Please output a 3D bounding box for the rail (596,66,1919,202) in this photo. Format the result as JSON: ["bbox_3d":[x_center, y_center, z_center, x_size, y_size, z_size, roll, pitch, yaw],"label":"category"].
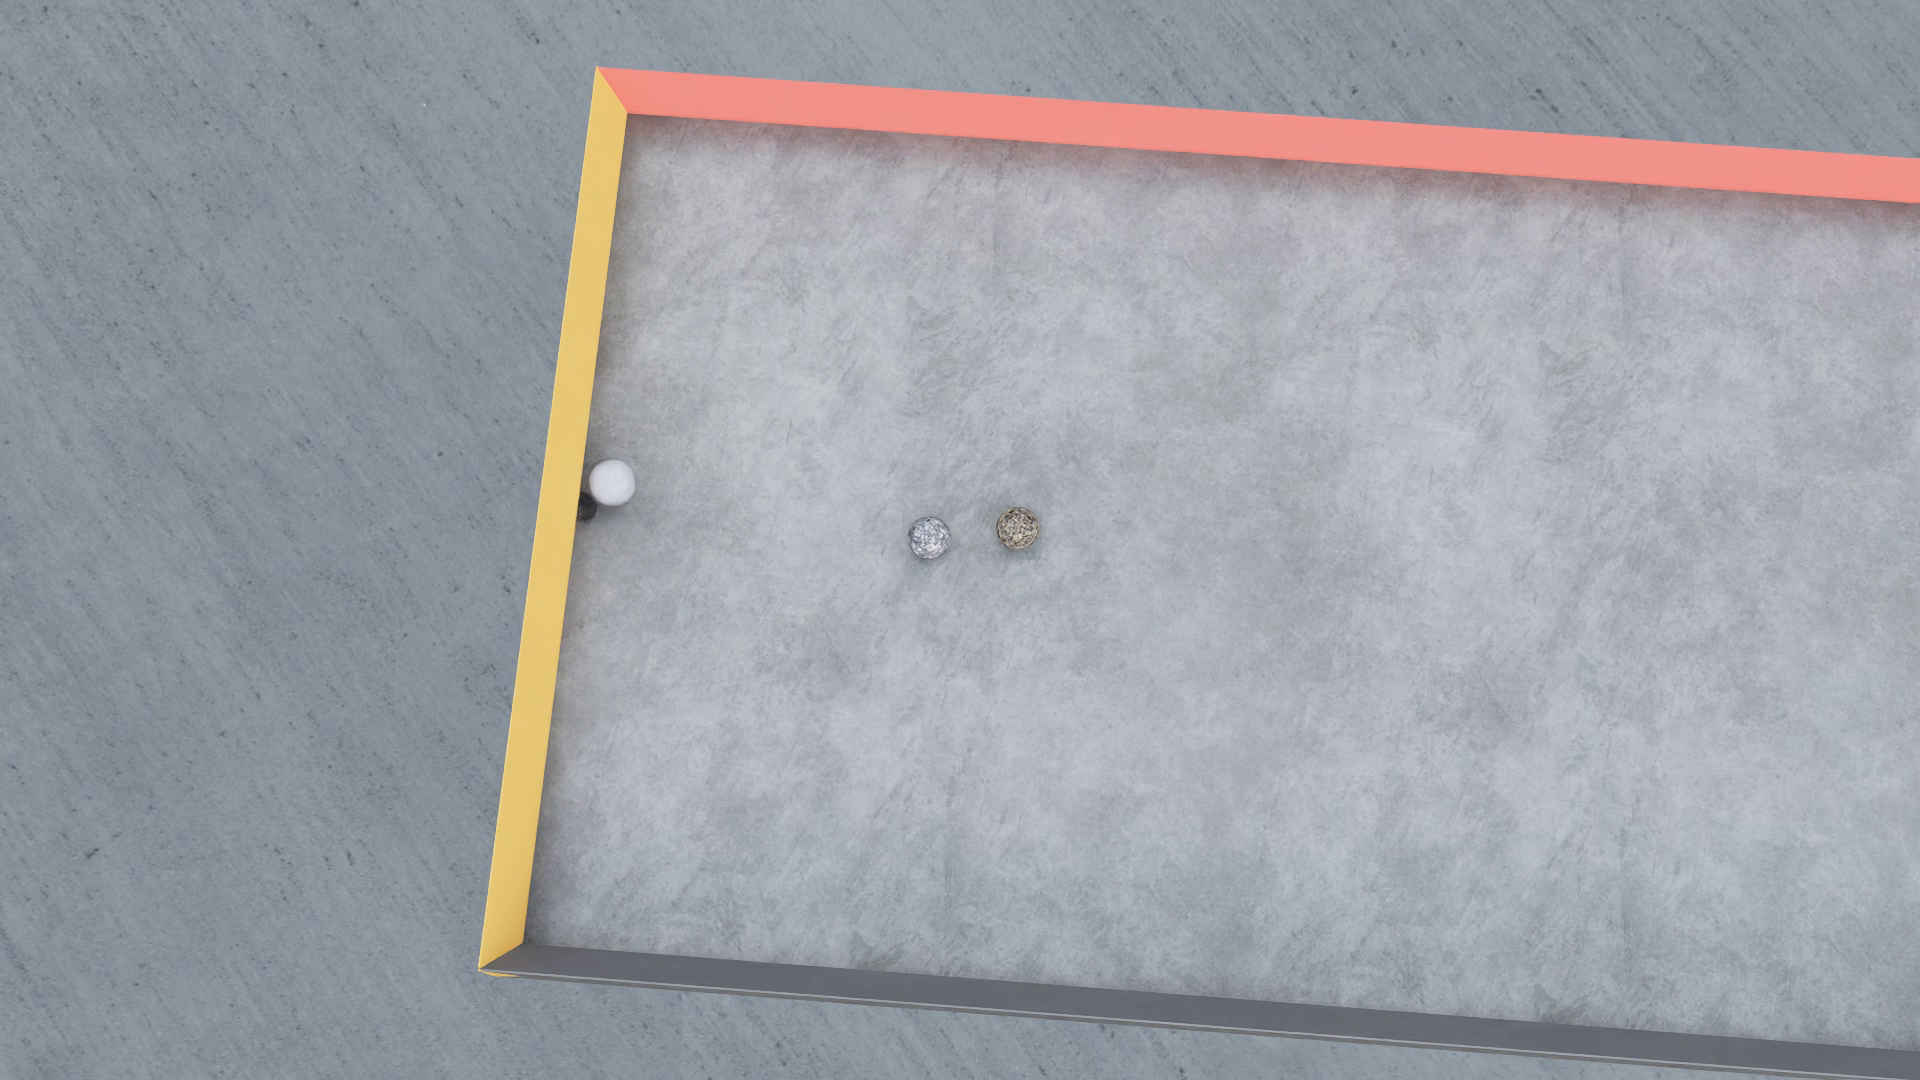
[{"bbox_3d":[0.678,-0.615,3.487,2.512,0.121,0.045,4,75,1],"label":"rail"}]

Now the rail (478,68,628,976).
[{"bbox_3d":[-0.603,-0.052,3.336,0.045,0.121,1.404,4,75,1],"label":"rail"}]

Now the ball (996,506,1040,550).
[{"bbox_3d":[0.088,-0.018,3.356,0.066,0.066,0.066,0,75,0],"label":"ball"}]

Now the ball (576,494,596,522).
[{"bbox_3d":[-0.580,-0.050,3.376,0.043,0.043,0.043,0,75,0],"label":"ball"}]

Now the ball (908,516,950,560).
[{"bbox_3d":[-0.047,-0.003,3.352,0.066,0.066,0.066,0,75,0],"label":"ball"}]

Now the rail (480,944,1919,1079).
[{"bbox_3d":[0.575,0.691,3.136,2.512,0.121,0.045,4,75,1],"label":"rail"}]

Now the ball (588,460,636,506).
[{"bbox_3d":[-0.533,-0.087,3.371,0.072,0.072,0.072,0,75,0],"label":"ball"}]
